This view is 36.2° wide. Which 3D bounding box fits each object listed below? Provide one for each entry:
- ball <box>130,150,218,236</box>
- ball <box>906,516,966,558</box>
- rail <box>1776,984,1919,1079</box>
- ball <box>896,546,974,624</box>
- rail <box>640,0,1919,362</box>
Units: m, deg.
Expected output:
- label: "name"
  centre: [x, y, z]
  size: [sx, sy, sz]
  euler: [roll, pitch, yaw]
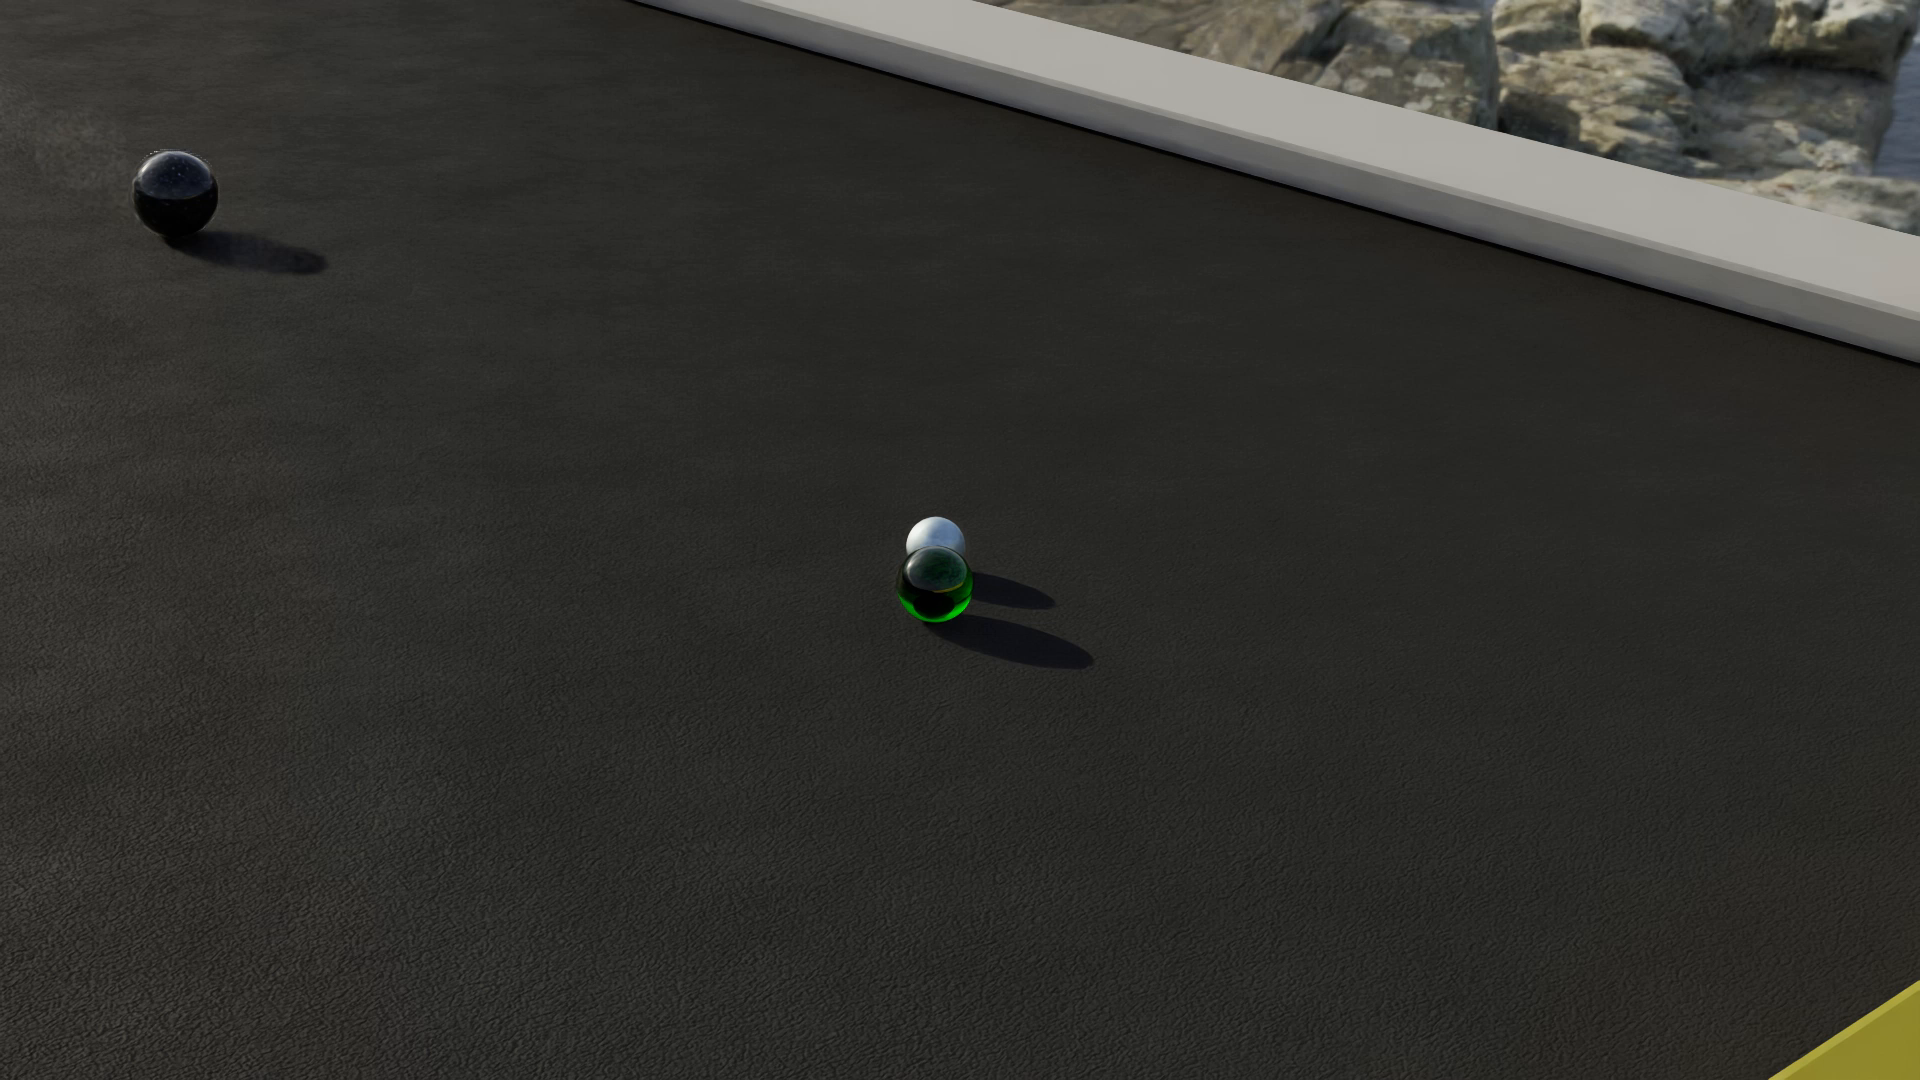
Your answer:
- label: "ball"
  centre: [-0.855, -0.377, 3.203]
  size: [0.093, 0.093, 0.093]
  euler: [0, 23, 0]
- label: "ball"
  centre: [-0.019, 0.005, 2.370]
  size: [0.048, 0.048, 0.048]
  euler: [0, 23, 0]
- label: "rail"
  centre: [0.627, 0.242, 1.722]
  size: [2.046, 0.121, 0.045]
  euler: [-20, 30, -38]
- label: "ball"
  centre: [-0.019, 0.034, 2.286]
  size: [0.060, 0.060, 0.060]
  euler: [0, 23, 0]
- label: "rail"
  centre: [0.100, -0.577, 3.630]
  size: [0.045, 0.121, 3.837]
  euler: [-20, 30, -38]
